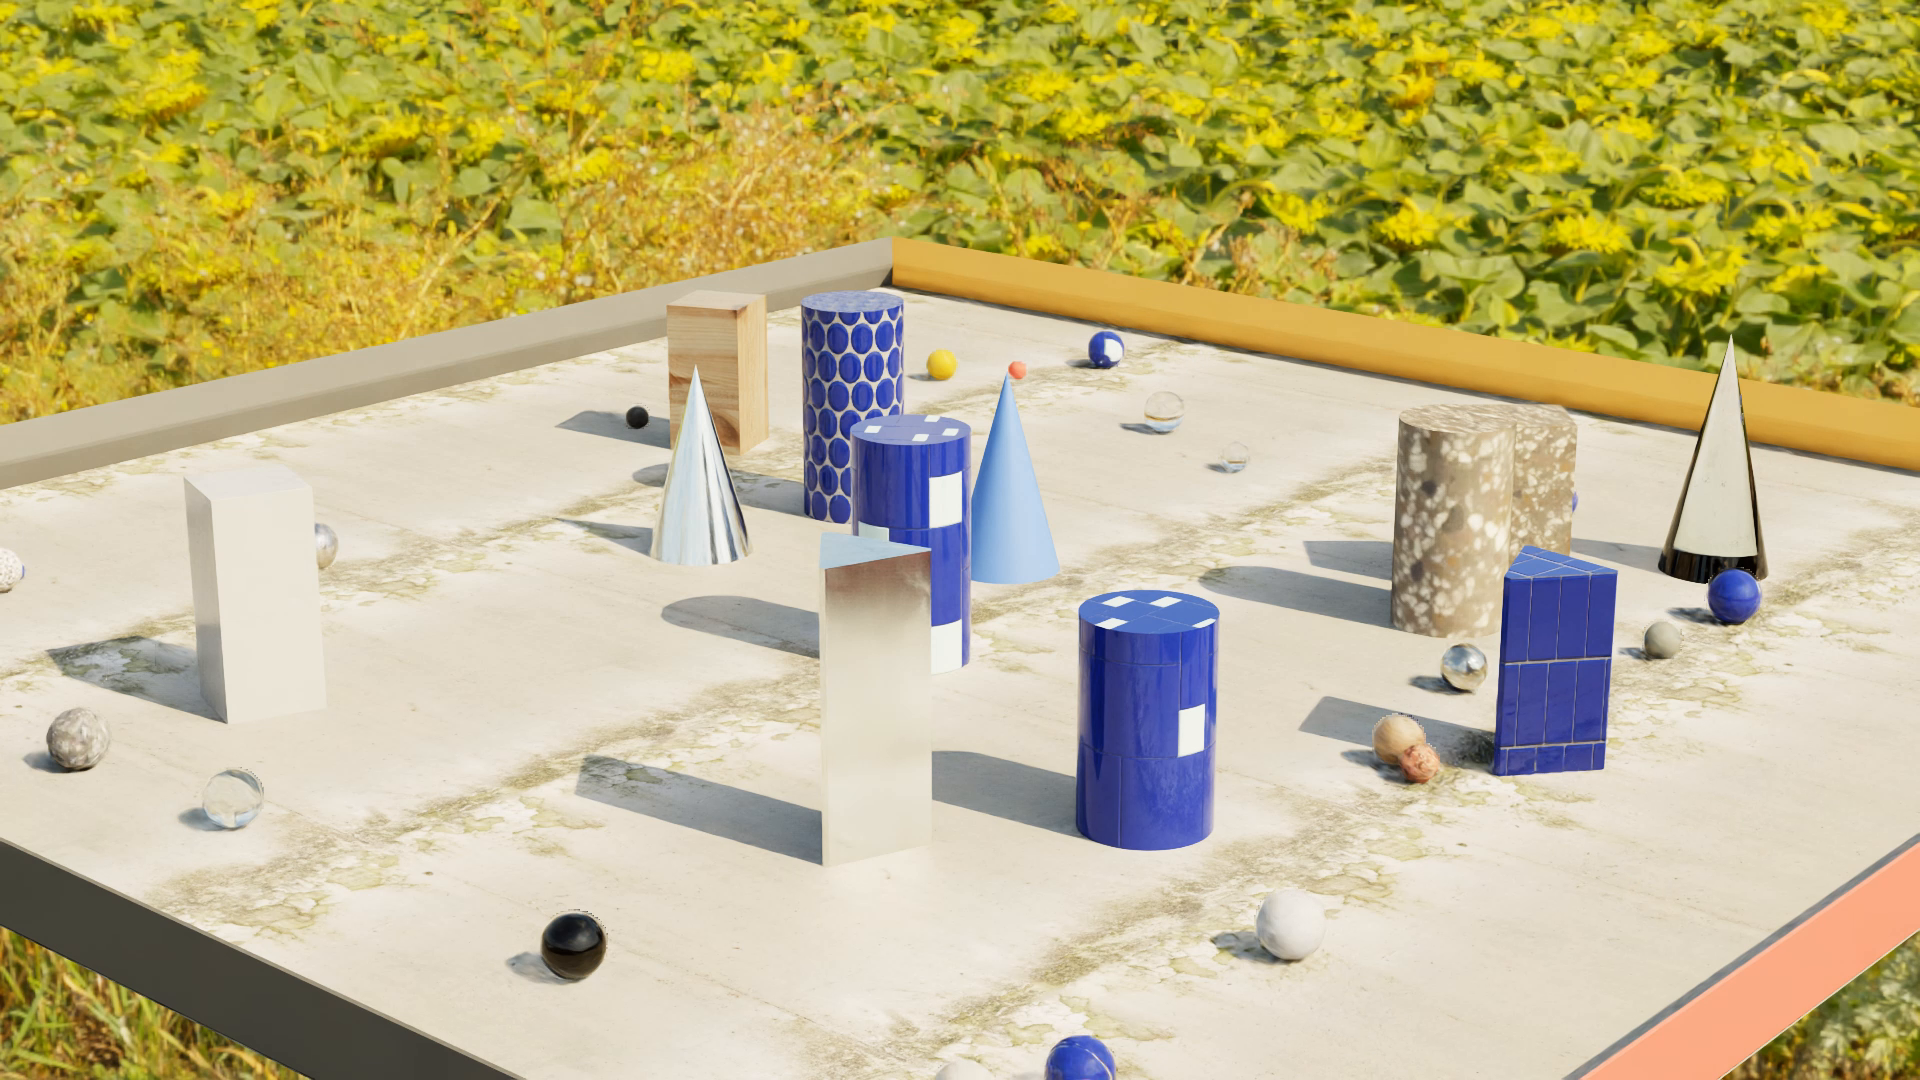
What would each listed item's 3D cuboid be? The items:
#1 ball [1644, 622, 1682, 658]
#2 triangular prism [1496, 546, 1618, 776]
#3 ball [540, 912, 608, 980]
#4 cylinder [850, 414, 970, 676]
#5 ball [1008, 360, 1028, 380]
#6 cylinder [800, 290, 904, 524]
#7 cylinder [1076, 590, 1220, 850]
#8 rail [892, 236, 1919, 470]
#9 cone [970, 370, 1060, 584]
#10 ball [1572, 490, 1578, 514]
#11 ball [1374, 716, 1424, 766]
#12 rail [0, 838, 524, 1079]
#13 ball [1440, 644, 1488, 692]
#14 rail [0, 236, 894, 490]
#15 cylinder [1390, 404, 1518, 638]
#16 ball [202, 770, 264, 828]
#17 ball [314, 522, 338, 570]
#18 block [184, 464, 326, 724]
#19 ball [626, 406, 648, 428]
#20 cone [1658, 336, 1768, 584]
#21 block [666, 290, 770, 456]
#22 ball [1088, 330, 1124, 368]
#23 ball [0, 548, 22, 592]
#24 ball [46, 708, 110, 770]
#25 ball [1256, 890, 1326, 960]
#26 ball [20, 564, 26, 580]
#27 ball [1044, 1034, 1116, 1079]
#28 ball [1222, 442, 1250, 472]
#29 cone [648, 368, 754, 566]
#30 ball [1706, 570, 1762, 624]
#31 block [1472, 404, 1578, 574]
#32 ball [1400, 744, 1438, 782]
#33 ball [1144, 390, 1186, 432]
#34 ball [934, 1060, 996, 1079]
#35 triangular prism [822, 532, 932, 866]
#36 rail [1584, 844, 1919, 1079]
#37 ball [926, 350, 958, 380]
[{"bbox_3d":[1.150,0.164,4.799,0.061,0.061,0.061,0,17,0],"label":"ball"},{"bbox_3d":[0.856,0.175,4.340,0.169,0.305,0.146,-3,17,-9],"label":"triangular prism"},{"bbox_3d":[-0.480,0.503,3.635,0.083,0.083,0.083,0,17,0],"label":"ball"},{"bbox_3d":[-0.079,0.008,4.754,0.195,0.386,0.195,0,17,0],"label":"cylinder"},{"bbox_3d":[0.131,-0.386,6.652,0.043,0.043,0.043,0,17,0],"label":"ball"},{"bbox_3d":[-0.203,-0.254,5.581,0.195,0.409,0.195,0,17,0],"label":"cylinder"},{"bbox_3d":[0.260,0.249,4.078,0.195,0.315,0.195,0,17,0],"label":"cylinder"},{"bbox_3d":[1.214,-0.372,6.459,3.728,0.126,0.045,14,22,39],"label":"rail"},{"bbox_3d":[0.083,-0.125,5.228,0.195,0.365,0.195,0,17,0],"label":"cone"},{"bbox_3d":[1.133,-0.075,5.562,0.077,0.077,0.077,0,17,0],"label":"ball"},{"bbox_3d":[0.648,0.297,4.334,0.074,0.074,0.074,0,17,0],"label":"ball"},{"bbox_3d":[-1.214,0.436,3.781,3.728,0.126,0.045,14,22,39],"label":"rail"},{"bbox_3d":[0.799,0.202,4.646,0.076,0.076,0.076,0,17,0],"label":"ball"},{"bbox_3d":[-1.390,-0.317,6.275,0.045,0.126,3.751,14,22,39],"label":"rail"},{"bbox_3d":[0.830,-0.033,4.942,0.195,0.355,0.195,0,17,0],"label":"cylinder"},{"bbox_3d":[-1.018,0.362,4.105,0.082,0.082,0.082,0,17,0],"label":"ball"},{"bbox_3d":[-1.159,0.011,5.265,0.085,0.085,0.085,0,17,0],"label":"ball"},{"bbox_3d":[-1.095,0.082,4.556,0.156,0.358,0.156,-9,19,-28],"label":"block"},{"bbox_3d":[-0.685,-0.260,6.226,0.049,0.049,0.049,0,17,0],"label":"ball"},{"bbox_3d":[1.355,-0.155,5.213,0.195,0.433,0.195,0,17,0],"label":"cone"},{"bbox_3d":[-0.500,-0.347,6.069,0.156,0.306,0.156,6,18,18],"label":"block"},{"bbox_3d":[0.337,-0.440,6.759,0.086,0.086,0.086,0,17,0],"label":"ball"},{"bbox_3d":[-1.680,0.052,5.130,0.077,0.077,0.077,0,17,0],"label":"ball"},{"bbox_3d":[-1.299,0.293,4.322,0.090,0.090,0.090,0,17,0],"label":"ball"},{"bbox_3d":[0.417,0.485,3.691,0.088,0.088,0.088,0,17,0],"label":"ball"},{"bbox_3d":[-1.677,0.055,5.193,0.042,0.042,0.042,0,17,0],"label":"ball"},{"bbox_3d":[0.136,0.600,3.317,0.081,0.081,0.081,0,17,0],"label":"ball"},{"bbox_3d":[0.555,-0.168,5.903,0.059,0.059,0.059,0,17,0],"label":"ball"},{"bbox_3d":[-0.476,-0.149,5.336,0.195,0.350,0.195,0,17,0],"label":"cone"},{"bbox_3d":[1.314,0.095,4.974,0.091,0.091,0.091,0,17,0],"label":"ball"},{"bbox_3d":[0.982,-0.069,5.144,0.156,0.308,0.156,0,17,1],"label":"block"},{"bbox_3d":[0.669,0.326,4.271,0.056,0.056,0.056,0,17,0],"label":"ball"},{"bbox_3d":[0.432,-0.271,6.195,0.088,0.088,0.088,0,17,0],"label":"ball"},{"bbox_3d":[0.005,0.618,3.263,0.078,0.078,0.078,0,17,0],"label":"ball"},{"bbox_3d":[-0.148,0.210,4.017,0.169,0.424,0.146,-10,19,-30],"label":"triangular prism"},{"bbox_3d":[1.390,0.380,3.965,0.045,0.126,3.751,14,22,39],"label":"rail"},{"bbox_3d":[-0.041,-0.397,6.641,0.071,0.071,0.071,0,17,0],"label":"ball"}]
